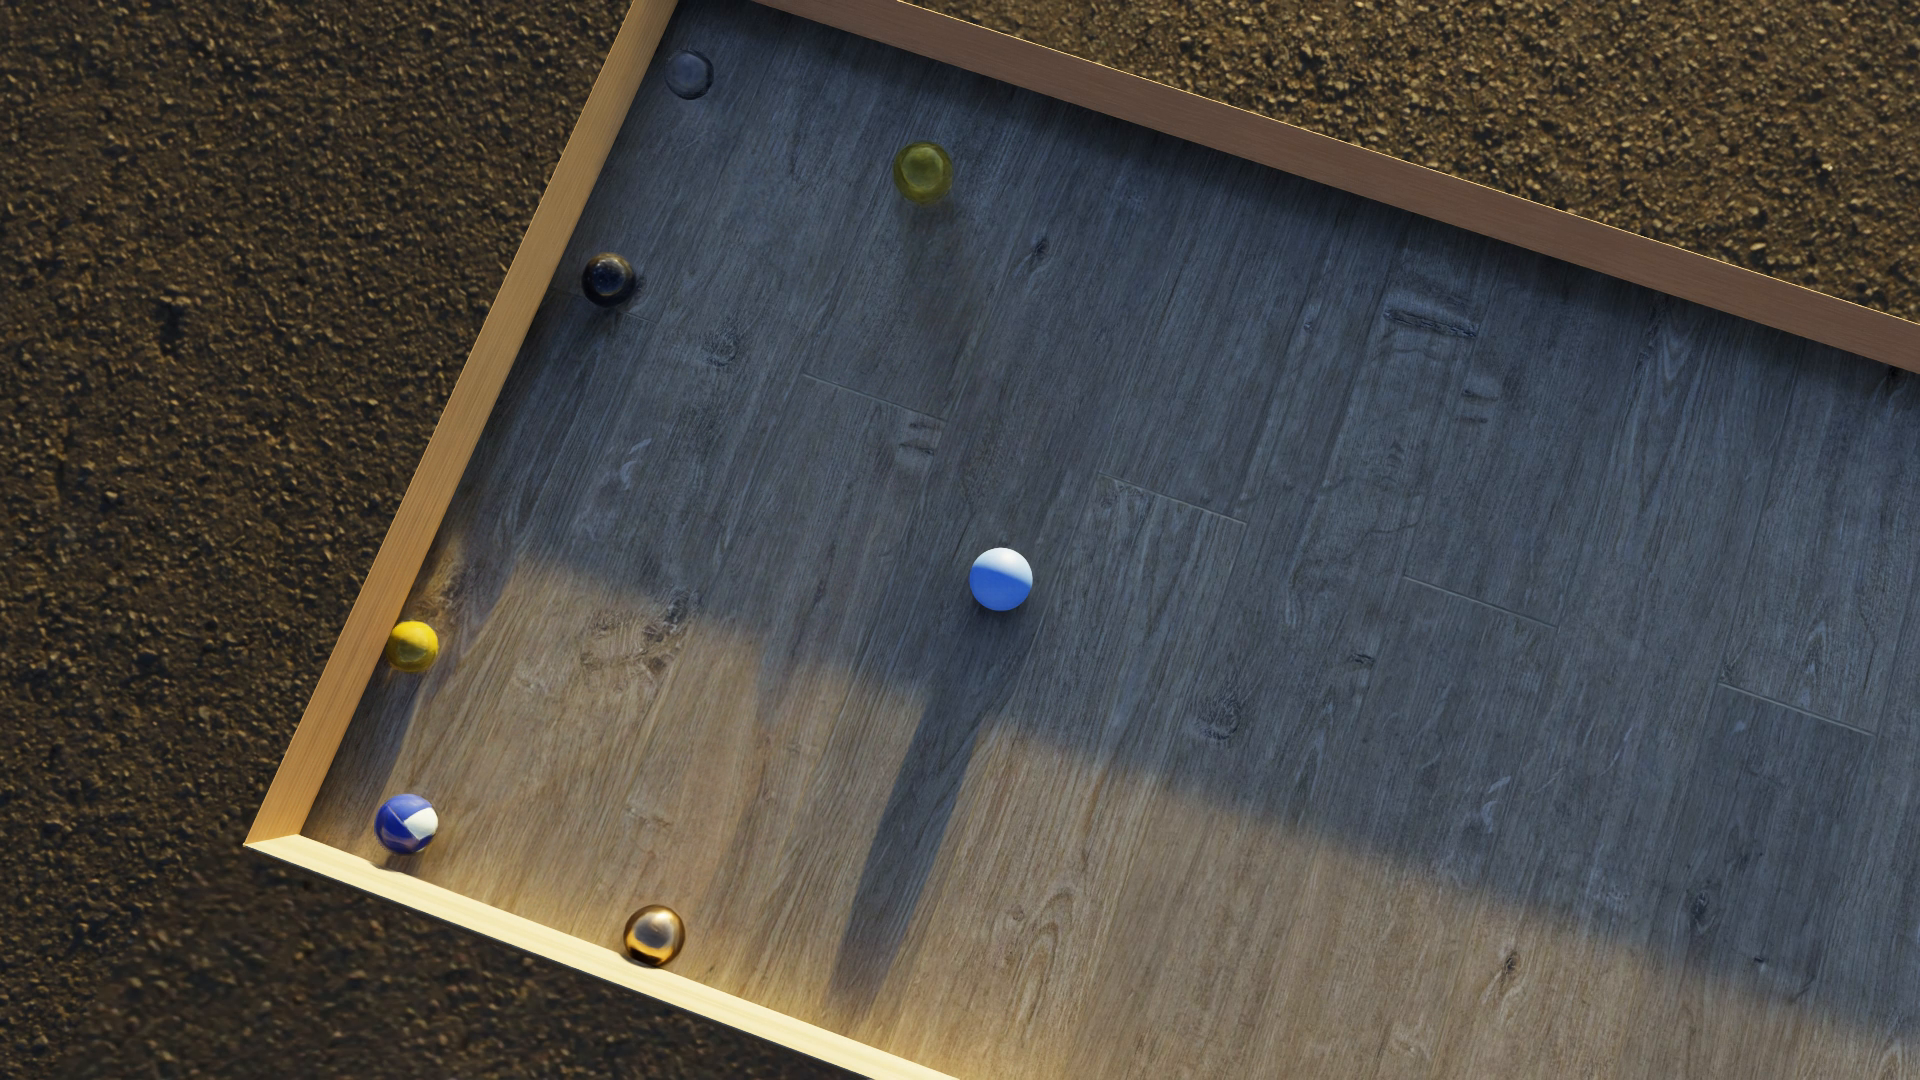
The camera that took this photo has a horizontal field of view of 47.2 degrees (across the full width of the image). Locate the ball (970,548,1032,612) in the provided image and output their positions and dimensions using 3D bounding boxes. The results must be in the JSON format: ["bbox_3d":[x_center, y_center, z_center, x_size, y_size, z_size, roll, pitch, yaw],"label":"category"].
[{"bbox_3d":[0.062,0.060,3.362,0.097,0.097,0.097,0,72,0],"label":"ball"}]

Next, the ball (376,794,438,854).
[{"bbox_3d":[-0.818,0.420,3.251,0.089,0.089,0.089,0,72,0],"label":"ball"}]

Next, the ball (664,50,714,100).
[{"bbox_3d":[-0.447,-0.770,3.635,0.082,0.082,0.082,0,72,0],"label":"ball"}]

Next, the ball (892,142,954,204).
[{"bbox_3d":[-0.059,-0.596,3.571,0.099,0.099,0.099,0,72,0],"label":"ball"}]

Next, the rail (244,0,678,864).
[{"bbox_3d":[-0.734,-0.258,3.446,0.045,0.129,1.617,19,73,6],"label":"rail"}]

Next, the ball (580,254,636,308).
[{"bbox_3d":[-0.563,-0.415,3.519,0.087,0.087,0.087,0,72,0],"label":"ball"}]

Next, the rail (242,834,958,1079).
[{"bbox_3d":[0.490,0.956,3.057,3.214,0.129,0.045,19,73,6],"label":"rail"}]

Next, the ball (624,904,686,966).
[{"bbox_3d":[-0.445,0.576,3.201,0.090,0.090,0.090,0,72,0],"label":"ball"}]

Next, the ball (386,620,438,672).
[{"bbox_3d":[-0.832,0.161,3.340,0.078,0.078,0.078,0,72,0],"label":"ball"}]

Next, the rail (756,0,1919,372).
[{"bbox_3d":[1.022,-0.450,3.507,3.214,0.129,0.045,19,73,6],"label":"rail"}]
